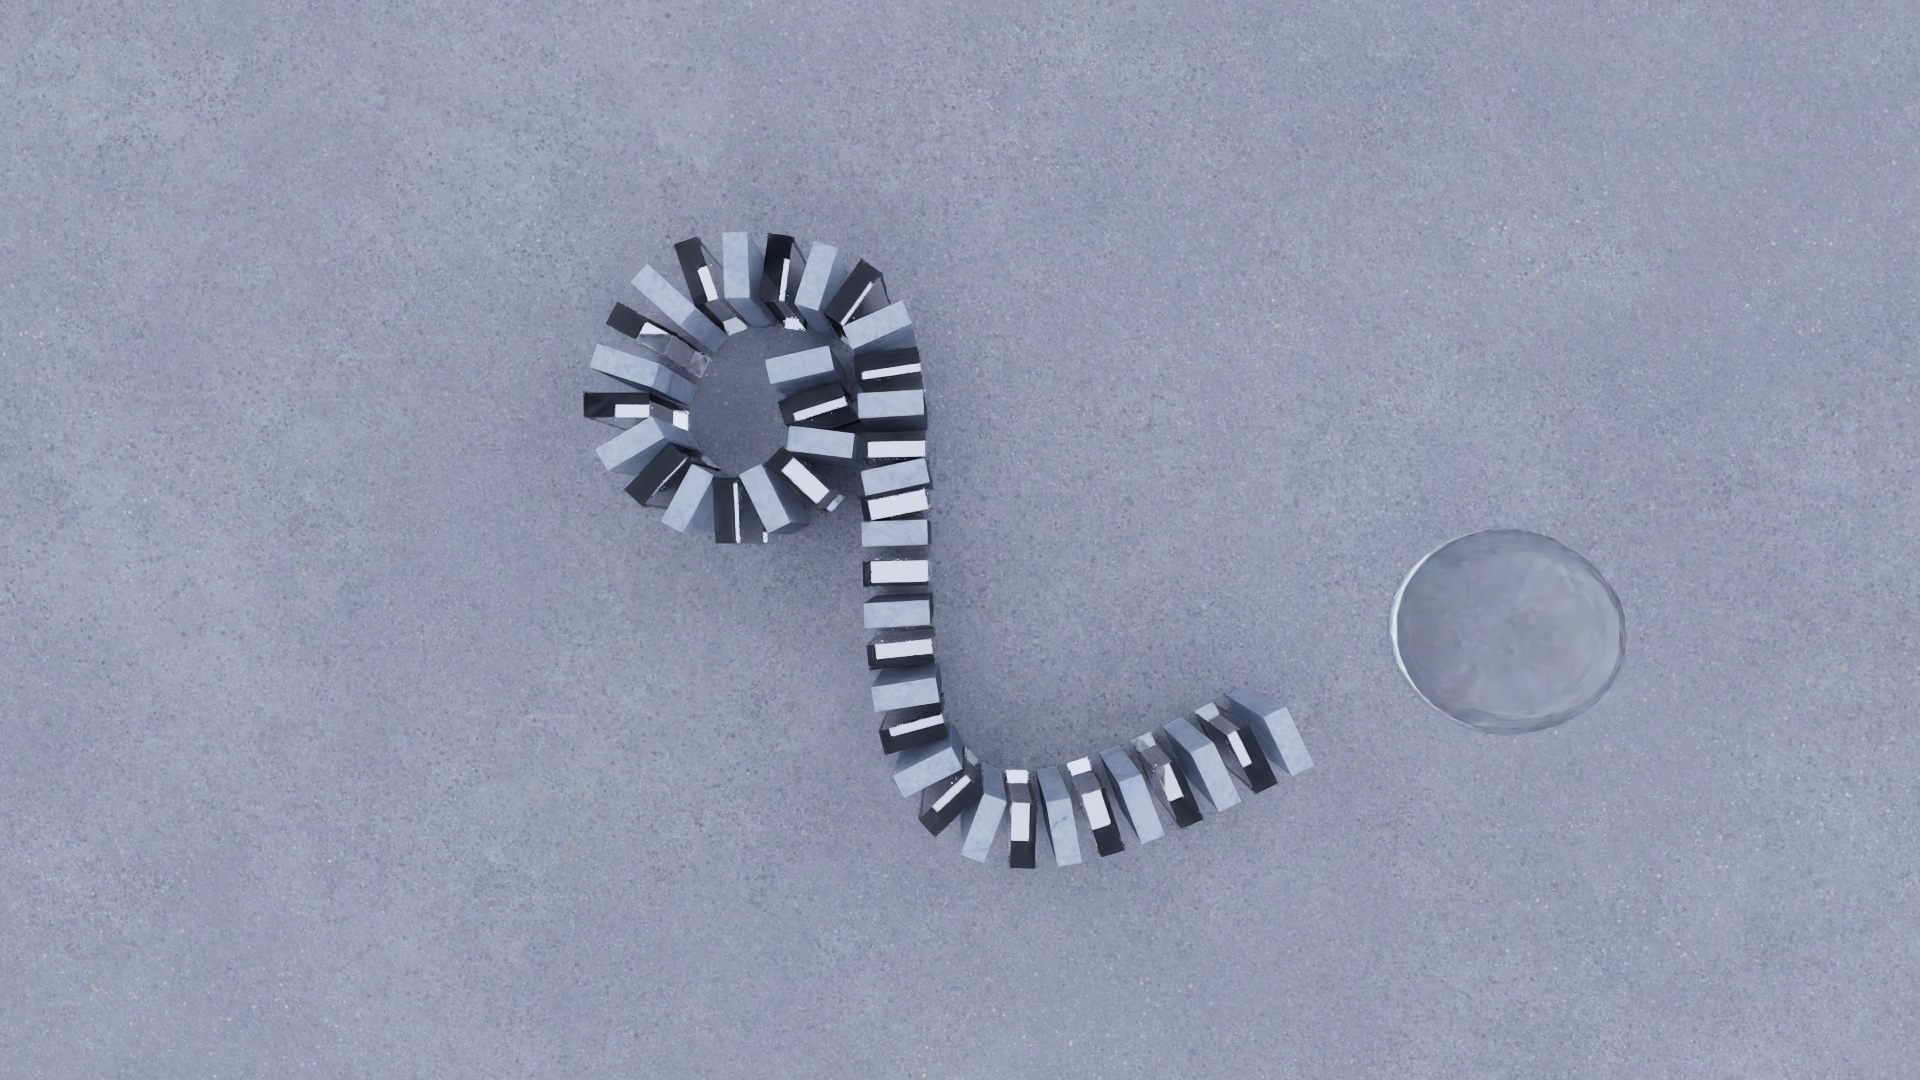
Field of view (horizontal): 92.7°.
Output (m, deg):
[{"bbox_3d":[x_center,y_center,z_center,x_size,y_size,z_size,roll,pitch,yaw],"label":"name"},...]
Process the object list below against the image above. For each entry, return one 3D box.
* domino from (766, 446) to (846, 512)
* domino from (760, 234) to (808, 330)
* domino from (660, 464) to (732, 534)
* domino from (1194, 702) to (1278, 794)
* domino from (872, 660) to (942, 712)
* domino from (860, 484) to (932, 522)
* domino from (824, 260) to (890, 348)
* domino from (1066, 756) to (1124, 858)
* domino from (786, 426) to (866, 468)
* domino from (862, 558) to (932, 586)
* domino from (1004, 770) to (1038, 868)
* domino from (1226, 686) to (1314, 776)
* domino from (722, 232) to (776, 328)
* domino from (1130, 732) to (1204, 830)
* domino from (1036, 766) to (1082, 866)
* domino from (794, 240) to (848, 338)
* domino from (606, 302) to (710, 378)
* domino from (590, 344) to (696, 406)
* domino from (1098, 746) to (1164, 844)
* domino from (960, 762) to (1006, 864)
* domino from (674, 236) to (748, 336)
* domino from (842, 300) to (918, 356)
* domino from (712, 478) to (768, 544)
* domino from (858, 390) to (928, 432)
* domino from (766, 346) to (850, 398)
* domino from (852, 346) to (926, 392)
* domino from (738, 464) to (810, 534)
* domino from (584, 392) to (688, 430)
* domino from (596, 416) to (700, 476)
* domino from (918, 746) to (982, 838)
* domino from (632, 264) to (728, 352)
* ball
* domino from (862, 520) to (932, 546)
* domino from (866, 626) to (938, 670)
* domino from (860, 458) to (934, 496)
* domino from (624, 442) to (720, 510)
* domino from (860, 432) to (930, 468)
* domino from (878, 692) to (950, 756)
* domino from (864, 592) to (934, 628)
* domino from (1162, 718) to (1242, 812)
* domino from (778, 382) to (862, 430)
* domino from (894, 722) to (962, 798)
[{"bbox_3d":[-0.062,-0.024,0.375,0.025,0.050,0.009,43,90,0],"label":"domino"},{"bbox_3d":[-0.070,-0.104,0.375,0.009,0.050,0.025,7,90,0],"label":"domino"},{"bbox_3d":[-0.104,-0.016,0.375,0.009,0.050,0.025,28,90,0],"label":"domino"},{"bbox_3d":[0.112,0.084,0.375,0.009,0.050,0.025,-26,90,0],"label":"domino"},{"bbox_3d":[-0.021,0.059,0.375,0.025,0.050,0.010,-9,90,0],"label":"domino"},{"bbox_3d":[-0.025,-0.014,0.375,0.025,0.050,0.009,-12,90,0],"label":"domino"},{"bbox_3d":[-0.041,-0.095,0.375,0.009,0.050,0.025,36,90,0],"label":"domino"},{"bbox_3d":[0.055,0.108,0.375,0.009,0.050,0.025,-18,90,0],"label":"domino"},{"bbox_3d":[-0.053,-0.037,0.375,0.025,0.050,0.010,7,90,0],"label":"domino"},{"bbox_3d":[-0.025,0.013,0.375,0.025,0.050,0.009,-1,90,0],"label":"domino"},{"bbox_3d":[0.024,0.113,0.375,0.010,0.050,0.025,2,90,0],"label":"domino"},{"bbox_3d":[0.126,0.077,0.375,0.010,0.050,0.025,-25,90,0],"label":"domino"},{"bbox_3d":[-0.086,-0.105,0.375,0.009,0.050,0.025,-2,90,0],"label":"domino"},{"bbox_3d":[0.084,0.097,0.375,0.009,0.050,0.025,-24,90,0],"label":"domino"},{"bbox_3d":[0.040,0.112,0.375,0.009,0.050,0.025,-10,90,0],"label":"domino"},{"bbox_3d":[-0.055,-0.101,0.375,0.009,0.050,0.025,17,90,0],"label":"domino"},{"bbox_3d":[-0.122,-0.081,0.375,0.025,0.050,0.009,28,90,0],"label":"domino"},{"bbox_3d":[-0.128,-0.067,0.375,0.025,0.050,0.010,18,90,0],"label":"domino"},{"bbox_3d":[0.069,0.103,0.375,0.010,0.050,0.025,-21,90,0],"label":"domino"},{"bbox_3d":[0.009,0.110,0.375,0.009,0.050,0.025,21,90,0],"label":"domino"},{"bbox_3d":[-0.101,-0.103,0.375,0.009,0.050,0.025,-19,90,0],"label":"domino"},{"bbox_3d":[-0.032,-0.082,0.375,0.025,0.050,0.010,-24,90,0],"label":"domino"},{"bbox_3d":[-0.089,-0.011,0.375,0.010,0.050,0.025,-3,90,0],"label":"domino"},{"bbox_3d":[-0.026,-0.052,0.375,0.025,0.050,0.009,-3,90,0],"label":"domino"},{"bbox_3d":[-0.061,-0.067,0.375,0.025,0.050,0.009,-13,90,0],"label":"domino"},{"bbox_3d":[-0.028,-0.067,0.375,0.025,0.050,0.009,-8,90,0],"label":"domino"},{"bbox_3d":[-0.075,-0.016,0.375,0.009,0.050,0.025,-26,90,0],"label":"domino"},{"bbox_3d":[-0.131,-0.052,0.375,0.025,0.050,0.009,0,90,0],"label":"domino"},{"bbox_3d":[-0.126,-0.037,0.375,0.025,0.050,0.009,-31,90,0],"label":"domino"},{"bbox_3d":[-0.004,0.102,0.375,0.025,0.050,0.009,-44,90,0],"label":"domino"},{"bbox_3d":[-0.113,-0.094,0.375,0.025,0.050,0.010,42,90,0],"label":"domino"},{"bbox_3d":[0.213,0.035,0.360,0.080,0.080,0.080,0,90,0],"label":"ball"},{"bbox_3d":[-0.025,-0.003,0.375,0.025,0.050,0.010,-2,90,0],"label":"domino"},{"bbox_3d":[-0.023,0.044,0.375,0.025,0.050,0.009,-6,90,0],"label":"domino"},{"bbox_3d":[-0.025,-0.024,0.375,0.025,0.050,0.009,-12,90,0],"label":"domino"},{"bbox_3d":[-0.116,-0.025,0.375,0.009,0.050,0.025,43,90,0],"label":"domino"},{"bbox_3d":[-0.026,-0.037,0.375,0.025,0.050,0.010,-1,90,0],"label":"domino"},{"bbox_3d":[-0.018,0.074,0.375,0.025,0.050,0.009,-15,90,0],"label":"domino"},{"bbox_3d":[-0.024,0.028,0.375,0.025,0.050,0.009,-3,90,0],"label":"domino"},{"bbox_3d":[0.098,0.091,0.375,0.010,0.050,0.025,-26,90,0],"label":"domino"},{"bbox_3d":[-0.056,-0.052,0.375,0.025,0.050,0.010,-18,90,0],"label":"domino"},{"bbox_3d":[-0.012,0.089,0.375,0.025,0.050,0.009,-27,90,0],"label":"domino"}]
